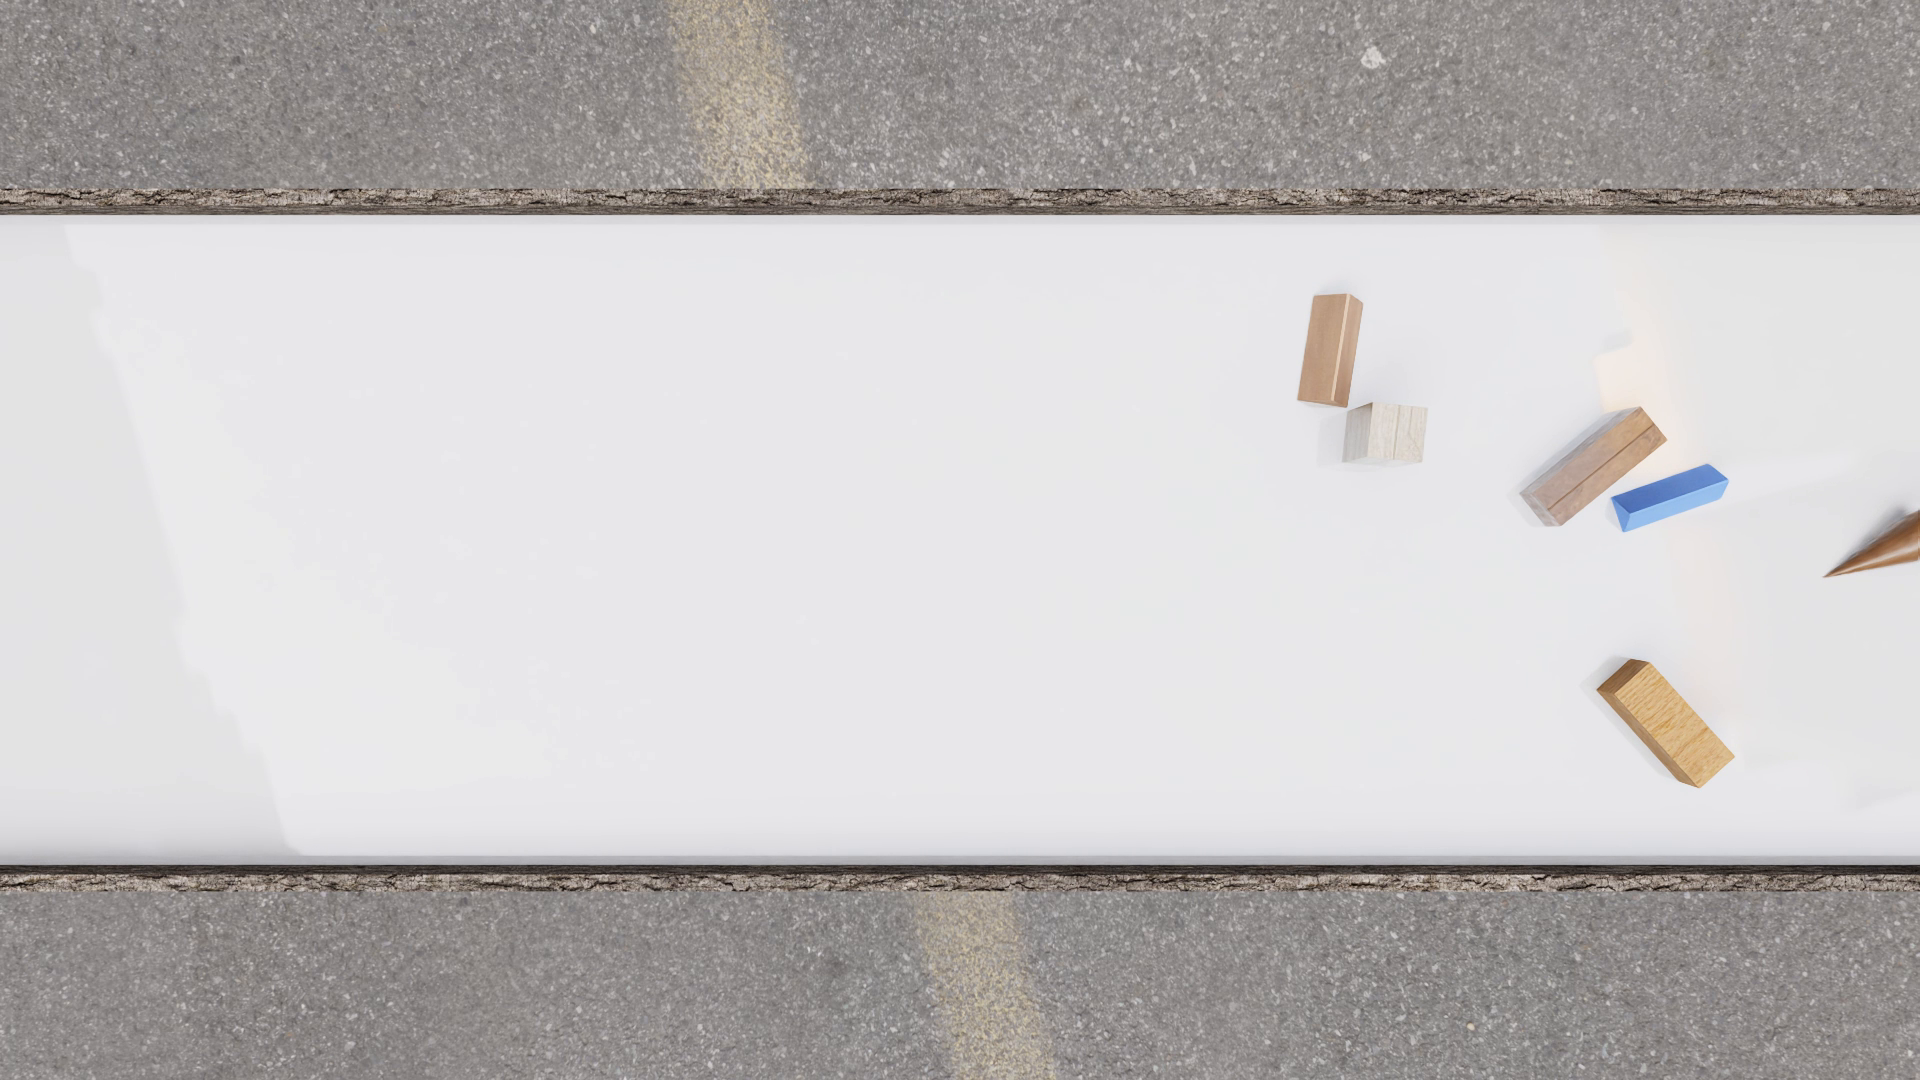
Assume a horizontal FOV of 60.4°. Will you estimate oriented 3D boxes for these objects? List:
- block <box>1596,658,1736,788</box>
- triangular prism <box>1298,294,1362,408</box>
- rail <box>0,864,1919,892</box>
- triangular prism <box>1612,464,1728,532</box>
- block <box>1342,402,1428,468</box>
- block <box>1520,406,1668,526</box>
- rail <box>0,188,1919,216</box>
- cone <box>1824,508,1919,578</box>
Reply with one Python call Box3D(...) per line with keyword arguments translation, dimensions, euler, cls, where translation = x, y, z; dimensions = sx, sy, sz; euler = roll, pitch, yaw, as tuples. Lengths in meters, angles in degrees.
Box3D(translation=(2.139, 0.554, 5.005), dimensions=(0.144, 0.144, 0.381), euler=(-42, 90, 0), cls="block")
Box3D(translation=(1.139, -0.579, 5.007), dimensions=(0.152, 0.132, 0.324), euler=(9, 90, 0), cls="triangular prism")
Box3D(translation=(-2.247, 1.025, 5.001), dimensions=(12.000, 0.150, 0.050), euler=(0, 90, 0), cls="rail")
Box3D(translation=(2.171, -0.128, 5.025), dimensions=(0.316, 0.098, 0.113), euler=(-19, 90, 0), cls="triangular prism")
Box3D(translation=(1.259, -0.309, 4.904), dimensions=(0.159, 0.342, 0.159), euler=(6, 90, 1), cls="block")
Box3D(translation=(1.922, -0.221, 5.011), dimensions=(0.412, 0.131, 0.131), euler=(-39, 90, 0), cls="block")
Box3D(translation=(-2.247, -1.025, 5.002), dimensions=(12.000, 0.150, 0.050), euler=(0, 90, 0), cls="rail")
Box3D(translation=(2.799, 0.047, 5.037), dimensions=(0.337, 0.162, 0.162), euler=(-26, 90, 14), cls="cone")
